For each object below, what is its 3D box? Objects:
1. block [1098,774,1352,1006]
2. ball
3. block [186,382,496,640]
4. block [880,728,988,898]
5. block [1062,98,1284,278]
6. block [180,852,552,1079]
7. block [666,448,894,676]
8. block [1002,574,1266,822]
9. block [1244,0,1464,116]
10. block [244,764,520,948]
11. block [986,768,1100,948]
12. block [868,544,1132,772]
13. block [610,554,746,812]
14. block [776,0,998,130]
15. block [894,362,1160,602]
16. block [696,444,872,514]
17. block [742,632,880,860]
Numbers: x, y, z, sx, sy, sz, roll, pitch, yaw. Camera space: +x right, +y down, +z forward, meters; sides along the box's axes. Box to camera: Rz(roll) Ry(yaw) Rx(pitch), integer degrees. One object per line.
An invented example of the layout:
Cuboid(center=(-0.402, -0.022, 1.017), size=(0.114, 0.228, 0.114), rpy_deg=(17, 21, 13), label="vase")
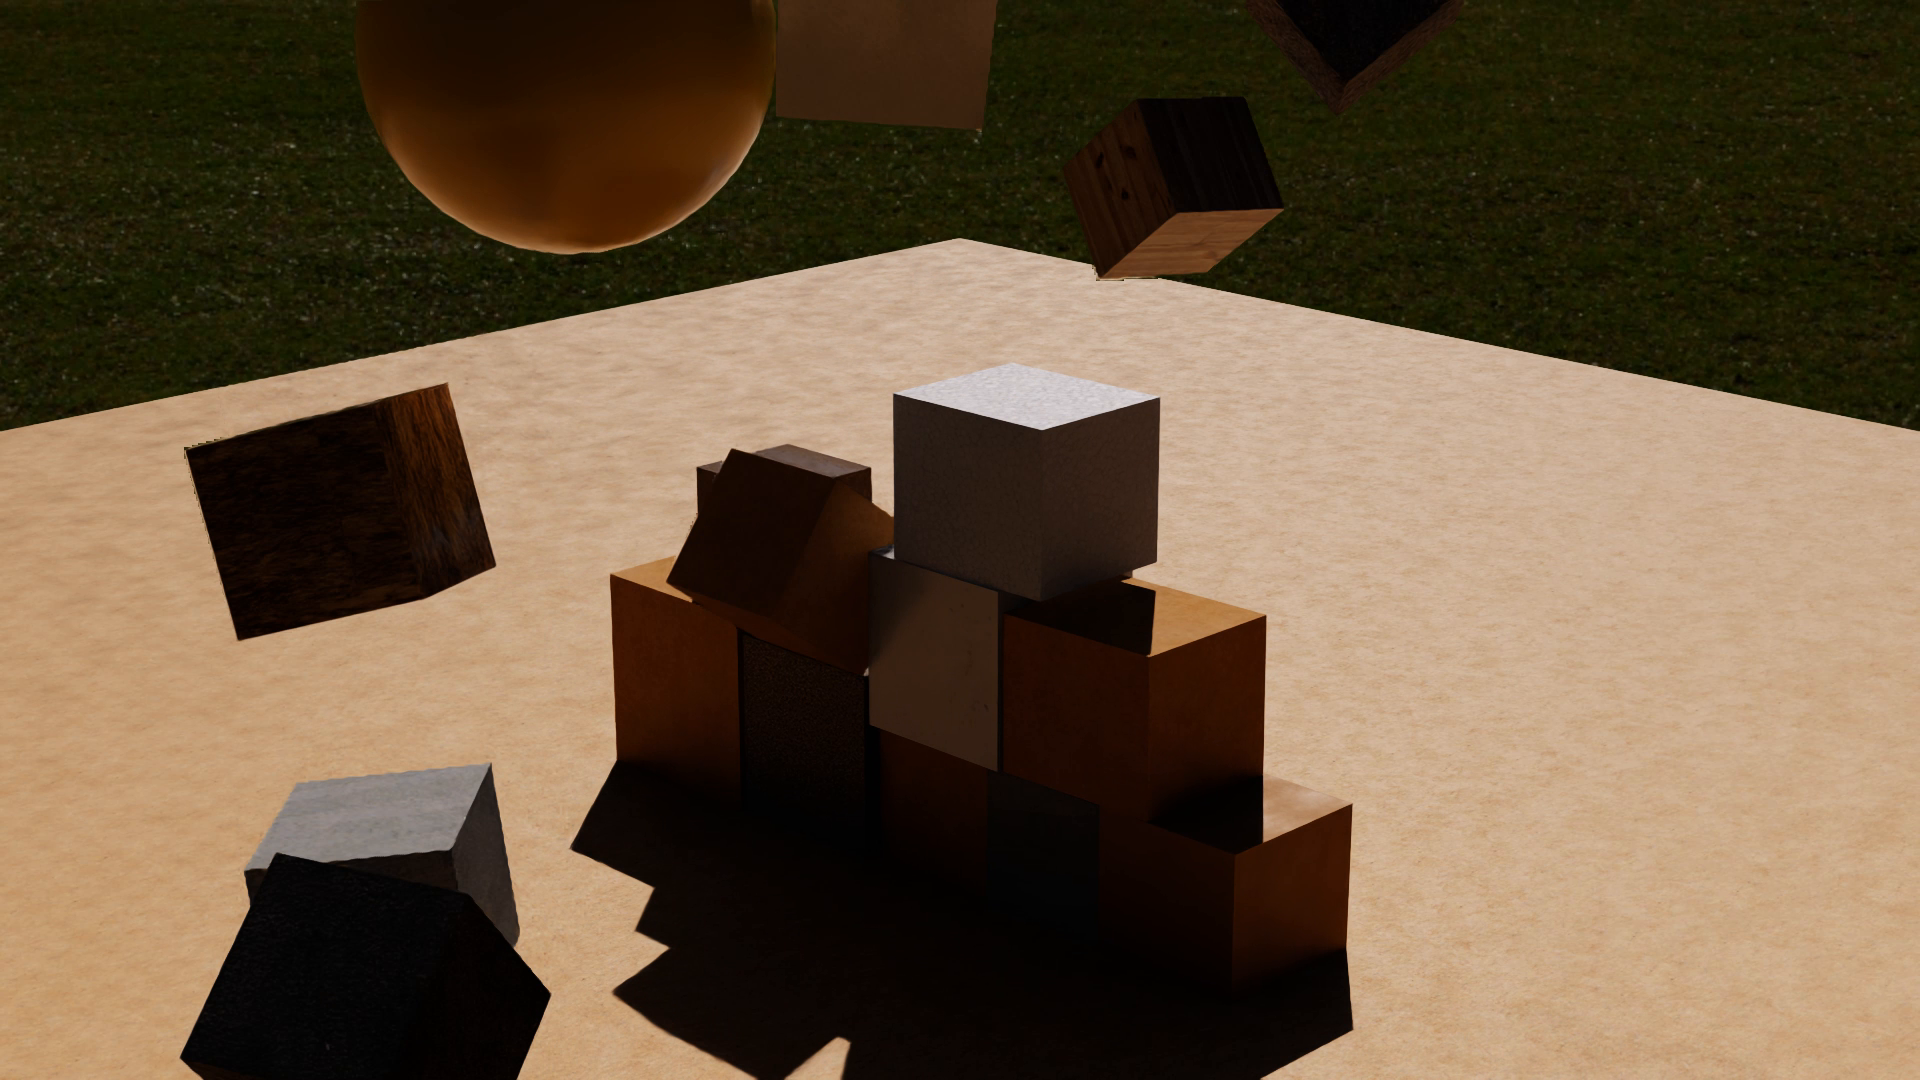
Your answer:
Cuboid(center=(1.135, 1.450, 12.601), size=(0.779, 0.678, 0.750), rpy_deg=(-17, 24, -42), label="block")
Cuboid(center=(-1.495, -1.891, 11.181), size=(1.600, 1.600, 1.600), rpy_deg=(0, 17, 0), label="ball")
Cuboid(center=(-2.158, -0.107, 10.282), size=(0.712, 0.680, 0.645), rpy_deg=(-12, 6, 15), label="block")
Cuboid(center=(0.119, 1.154, 13.551), size=(0.670, 0.673, 0.716), rpy_deg=(-17, 24, -42), label="block")
Cuboid(center=(0.841, -1.397, 11.638), size=(0.550, 0.498, 0.555), rpy_deg=(-7, -19, -35), label="block")
Cuboid(center=(-2.128, 1.756, 10.617), size=(0.803, 0.861, 0.813), rpy_deg=(9, 60, 21), label="block")
Cuboid(center=(-0.745, 0.098, 13.402), size=(0.722, 0.689, 0.687), rpy_deg=(17, -12, 43), label="block")
Cuboid(center=(0.754, 0.669, 12.739), size=(0.846, 0.733, 0.761), rpy_deg=(16, 23, 43), label="block")
Cuboid(center=(1.547, -2.132, 11.481), size=(0.619, 0.578, 0.522), rpy_deg=(-39, -7, -1), label="block")
Cuboid(center=(-2.362, 1.499, 12.109), size=(0.833, 0.790, 0.914), rpy_deg=(-6, 17, 3), label="block")
Cuboid(center=(0.627, 1.302, 13.089), size=(0.762, 0.668, 0.669), rpy_deg=(-17, 24, -42), label="block")
Cuboid(center=(0.183, 0.441, 13.310), size=(0.873, 0.831, 0.818), rpy_deg=(-17, 24, -42), label="block")
Cuboid(center=(-1.079, 0.645, 14.646), size=(0.897, 0.988, 0.958), rpy_deg=(-17, 24, -42), label="block")
Cuboid(center=(-0.265, -1.984, 10.618), size=(0.762, 0.728, 0.630), rpy_deg=(3, 60, -2), label="block")
Cuboid(center=(0.290, -0.273, 12.932), size=(0.884, 0.758, 0.766), rpy_deg=(16, 24, 42), label="block")
Cuboid(center=(-0.850, -0.061, 14.226), size=(0.590, 0.609, 0.603), rpy_deg=(-17, 24, -42), label="block")
Cuboid(center=(-0.424, 0.873, 14.054), size=(0.836, 0.908, 0.881), rpy_deg=(17, 24, 42), label="block")
